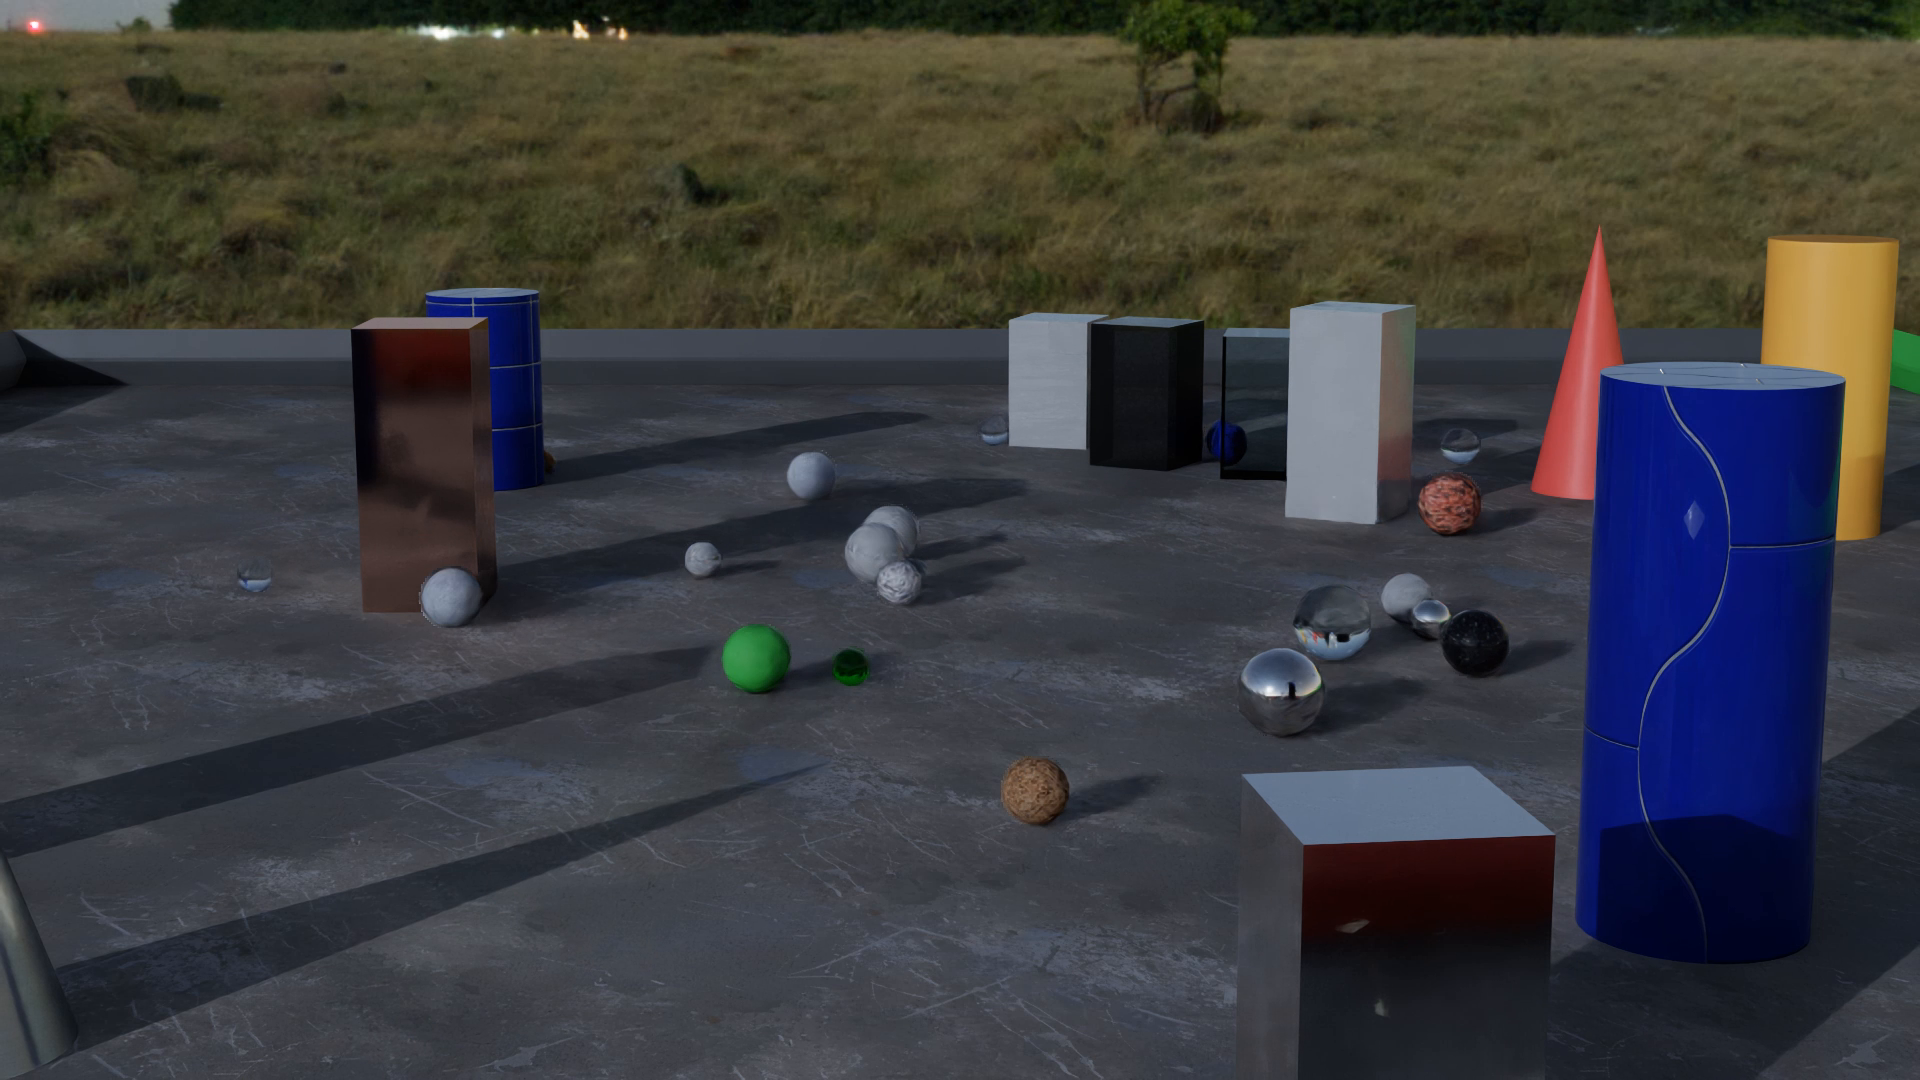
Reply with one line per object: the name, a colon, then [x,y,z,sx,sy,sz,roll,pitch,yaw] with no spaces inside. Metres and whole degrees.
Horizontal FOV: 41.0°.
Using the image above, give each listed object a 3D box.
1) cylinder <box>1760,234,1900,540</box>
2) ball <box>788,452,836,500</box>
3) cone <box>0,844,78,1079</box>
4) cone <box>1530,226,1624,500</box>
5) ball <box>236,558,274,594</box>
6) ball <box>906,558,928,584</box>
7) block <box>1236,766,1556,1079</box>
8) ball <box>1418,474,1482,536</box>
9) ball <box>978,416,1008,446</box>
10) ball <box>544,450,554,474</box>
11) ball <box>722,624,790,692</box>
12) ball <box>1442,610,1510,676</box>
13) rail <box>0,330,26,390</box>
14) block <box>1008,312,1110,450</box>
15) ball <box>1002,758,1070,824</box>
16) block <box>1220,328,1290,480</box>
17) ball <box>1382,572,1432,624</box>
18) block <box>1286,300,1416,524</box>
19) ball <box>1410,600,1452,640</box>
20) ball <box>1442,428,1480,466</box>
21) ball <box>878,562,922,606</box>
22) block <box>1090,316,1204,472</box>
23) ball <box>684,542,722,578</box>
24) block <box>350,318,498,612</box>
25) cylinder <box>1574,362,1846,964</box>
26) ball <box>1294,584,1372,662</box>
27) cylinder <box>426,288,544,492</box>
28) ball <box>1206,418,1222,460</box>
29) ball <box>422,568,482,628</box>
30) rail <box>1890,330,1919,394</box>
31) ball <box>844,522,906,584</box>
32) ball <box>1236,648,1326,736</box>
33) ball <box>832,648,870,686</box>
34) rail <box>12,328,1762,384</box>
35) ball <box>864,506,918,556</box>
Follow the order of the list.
cylinder: [1.356,-0.242,4.026,0.195,0.458,0.195,0,11,0]
ball: [-0.250,-0.108,4.333,0.083,0.083,0.083,0,11,0]
cone: [-0.765,0.224,1.899,0.195,0.318,0.195,0,11,0]
cone: [1.086,-0.311,4.397,0.195,0.459,0.195,0,11,0]
ball: [-0.983,0.049,3.576,0.050,0.050,0.050,0,11,0]
ball: [-0.067,0.046,3.611,0.043,0.043,0.043,0,11,0]
block: [0.271,0.298,1.634,0.156,0.269,0.156,-1,11,-7]
ball: [0.765,-0.056,4.012,0.097,0.097,0.097,0,11,0]
ball: [0.064,-0.212,4.955,0.059,0.059,0.059,0,11,0]
ball: [-0.750,-0.138,4.600,0.044,0.044,0.044,0,11,0]
ball: [-0.239,0.139,3.007,0.080,0.080,0.080,0,11,0]
ball: [0.620,0.124,3.086,0.081,0.081,0.081,0,11,0]
rail: [-2.132,0.035,3.437,0.045,0.126,4.971,0,11,0]
block: [0.193,-0.311,4.982,0.156,0.243,0.156,4,11,19]
ball: [0.074,0.243,2.488,0.065,0.065,0.065,0,11,0]
block: [0.552,-0.245,4.600,0.156,0.254,0.156,2,11,9]
ball: [0.589,0.077,3.379,0.067,0.067,0.067,0,11,0]
block: [0.637,-0.210,4.180,0.156,0.339,0.156,6,12,29]
ball: [0.603,0.102,3.283,0.052,0.052,0.052,0,11,0]
ball: [0.919,-0.172,4.713,0.069,0.069,0.069,0,11,0]
ball: [-0.082,0.058,3.483,0.060,0.060,0.060,0,11,0]
block: [0.345,-0.271,4.723,0.156,0.261,0.156,6,12,29]
ball: [-0.369,0.028,3.679,0.053,0.053,0.053,0,11,0]
block: [-0.726,-0.105,3.493,0.156,0.382,0.156,0,11,-1]
cylinder: [0.626,0.097,2.155,0.195,0.474,0.195,0,11,0]
ball: [0.460,0.102,3.166,0.096,0.096,0.096,0,11,0]
cylinder: [-0.829,-0.264,4.482,0.195,0.335,0.195,0,11,0]
ball: [0.497,-0.188,4.765,0.081,0.081,0.081,0,11,0]
ball: [-0.663,0.076,3.352,0.078,0.078,0.078,0,11,0]
rail: [2.132,0.030,3.461,0.045,0.126,4.971,0,11,0]
ball: [-0.117,0.019,3.548,0.085,0.085,0.085,0,11,0]
ball: [0.352,0.167,2.813,0.097,0.097,0.097,0,11,0]
ball: [-0.129,0.151,3.040,0.044,0.044,0.044,0,11,0]
rail: [-0.014,-0.417,5.870,4.311,0.126,0.045,0,11,0]
ball: [-0.103,-0.010,3.797,0.084,0.084,0.084,0,11,0]
